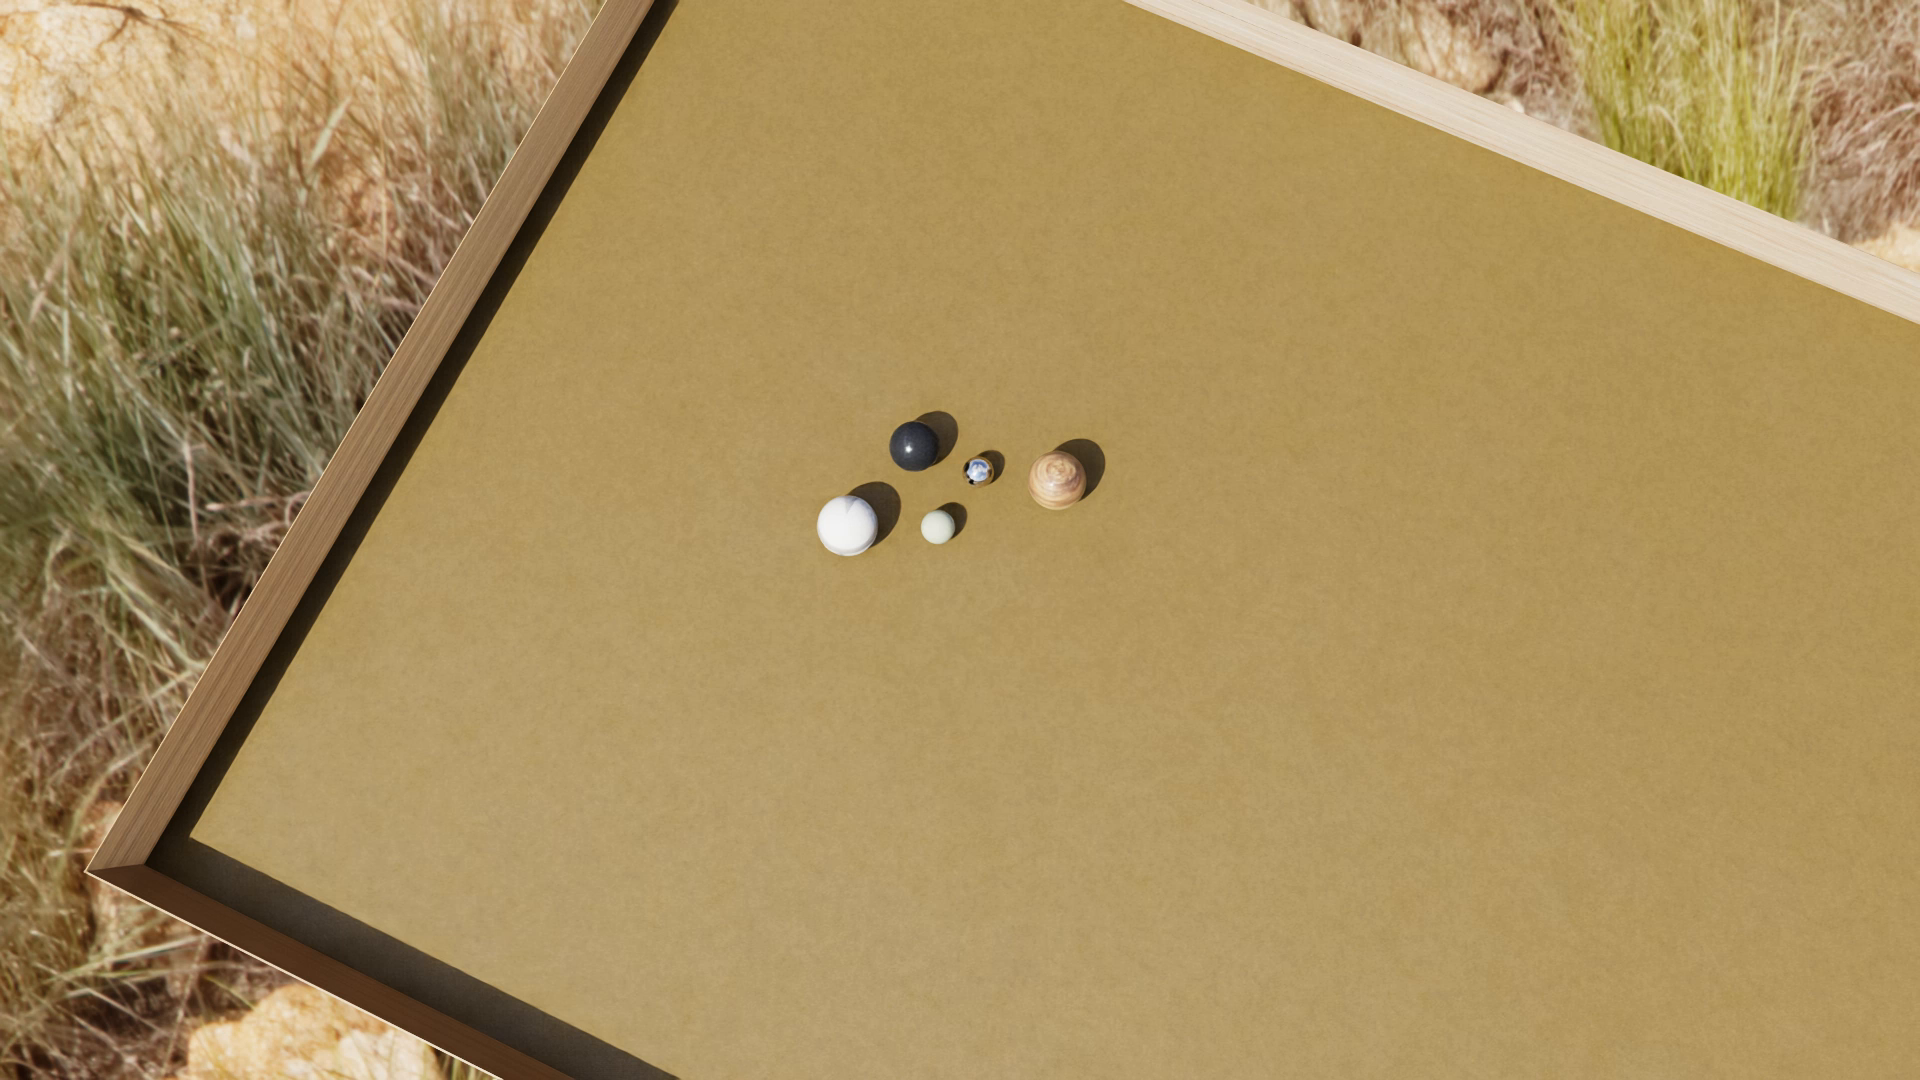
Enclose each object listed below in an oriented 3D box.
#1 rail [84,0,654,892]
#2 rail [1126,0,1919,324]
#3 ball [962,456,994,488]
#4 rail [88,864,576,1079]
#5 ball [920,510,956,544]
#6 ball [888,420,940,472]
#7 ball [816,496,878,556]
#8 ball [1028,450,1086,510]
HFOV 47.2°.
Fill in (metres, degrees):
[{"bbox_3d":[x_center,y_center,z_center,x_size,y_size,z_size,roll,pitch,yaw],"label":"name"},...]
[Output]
[{"bbox_3d":[-0.803,-0.367,3.500,0.045,0.123,2.033,24,73,8],"label":"rail"},{"bbox_3d":[1.248,-0.492,3.541,3.645,0.123,0.045,24,73,8],"label":"rail"},{"bbox_3d":[0.028,-0.106,3.453,0.051,0.051,0.051,0,72,0],"label":"ball"},{"bbox_3d":[0.401,1.213,2.975,3.645,0.123,0.045,24,73,8],"label":"rail"},{"bbox_3d":[-0.034,-0.020,3.423,0.054,0.054,0.054,0,72,0],"label":"ball"},{"bbox_3d":[-0.071,-0.147,3.450,0.081,0.081,0.081,0,72,0],"label":"ball"},{"bbox_3d":[-0.174,-0.022,3.402,0.095,0.095,0.095,0,72,0],"label":"ball"},{"bbox_3d":[0.151,-0.093,3.426,0.093,0.093,0.093,0,72,0],"label":"ball"}]
